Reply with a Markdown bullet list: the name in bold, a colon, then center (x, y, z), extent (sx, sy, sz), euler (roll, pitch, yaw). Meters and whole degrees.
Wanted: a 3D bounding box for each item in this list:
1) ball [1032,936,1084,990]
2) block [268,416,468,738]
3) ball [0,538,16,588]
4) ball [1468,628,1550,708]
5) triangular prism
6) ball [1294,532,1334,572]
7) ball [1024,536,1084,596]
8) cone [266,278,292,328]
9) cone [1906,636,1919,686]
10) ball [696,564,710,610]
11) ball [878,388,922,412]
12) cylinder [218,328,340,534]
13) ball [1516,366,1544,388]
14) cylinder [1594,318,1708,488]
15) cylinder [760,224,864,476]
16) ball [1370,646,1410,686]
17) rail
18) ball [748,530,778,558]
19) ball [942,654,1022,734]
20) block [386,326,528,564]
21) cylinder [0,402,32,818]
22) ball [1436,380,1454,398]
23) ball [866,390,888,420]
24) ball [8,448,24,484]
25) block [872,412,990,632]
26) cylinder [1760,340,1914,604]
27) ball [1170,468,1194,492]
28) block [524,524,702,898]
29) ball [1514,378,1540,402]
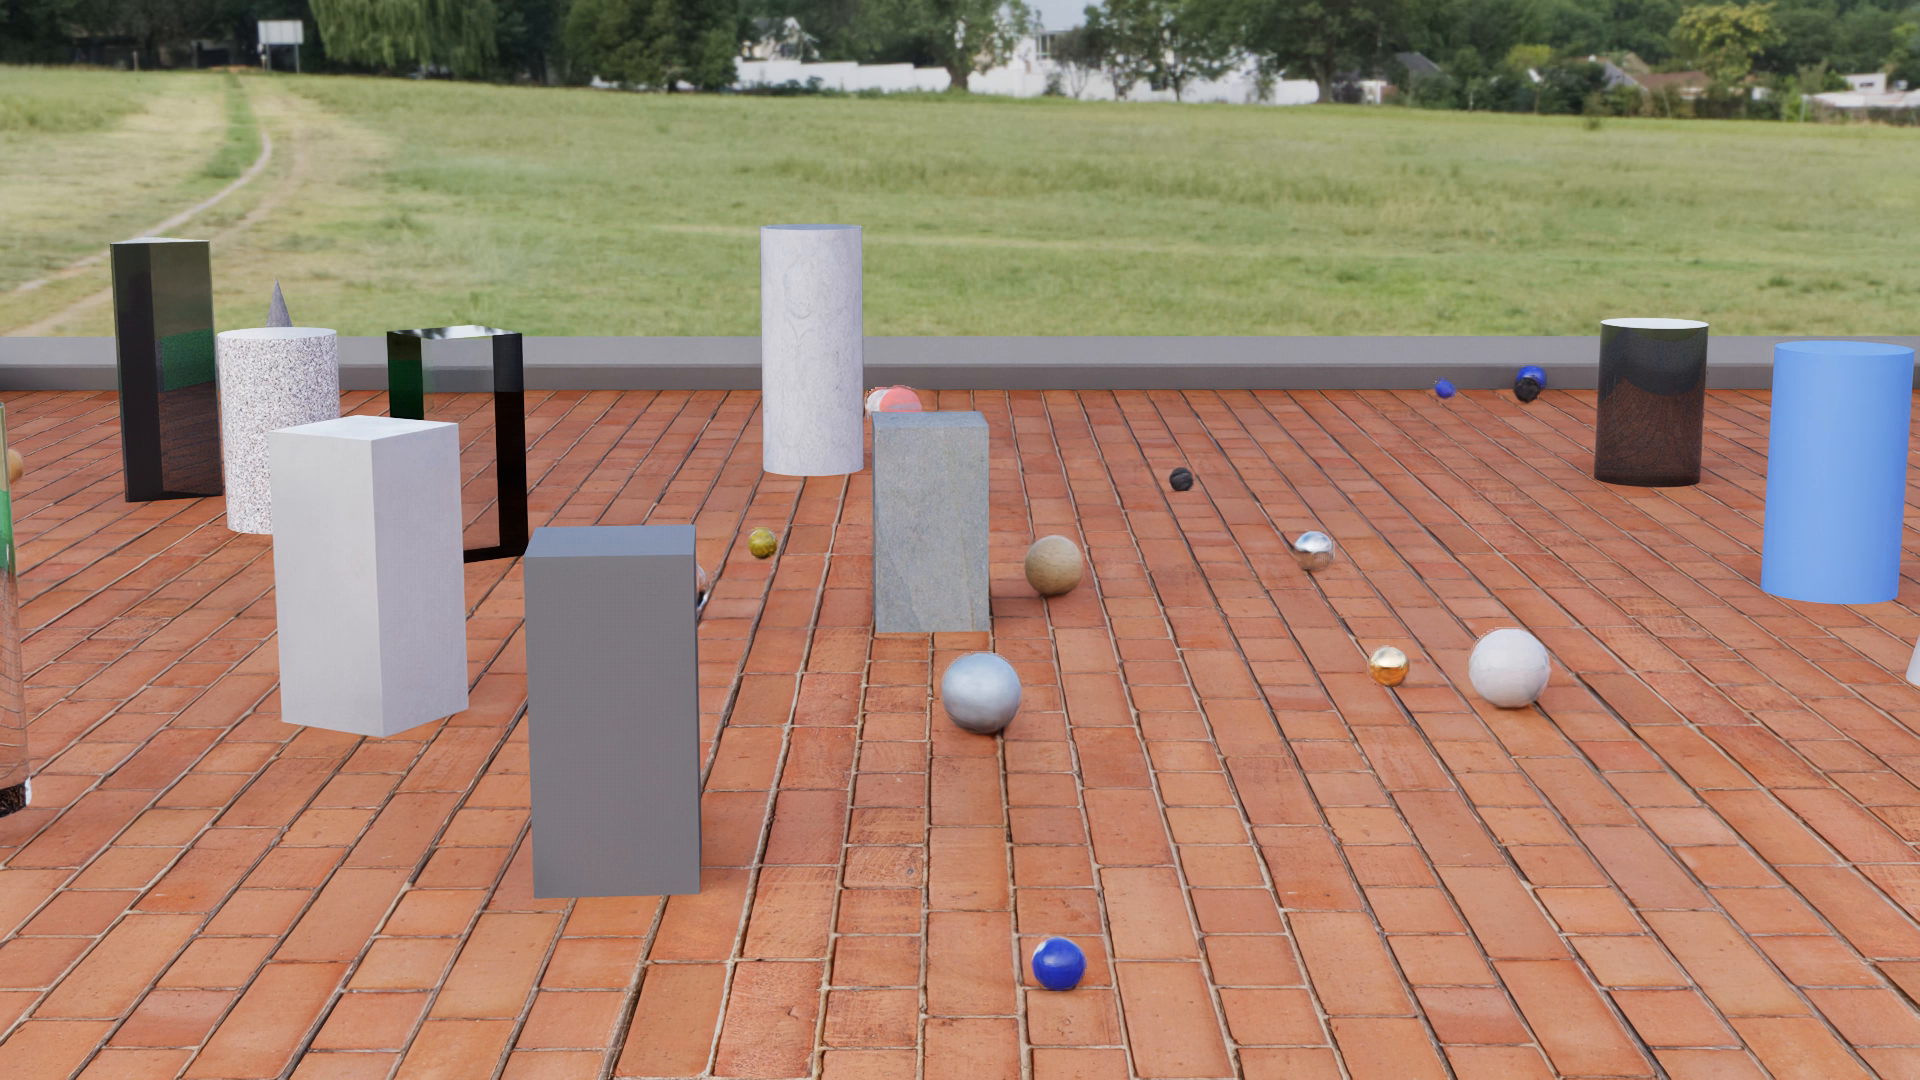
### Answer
- **ball**: center (0.078, 0.336, 2.033), extent (0.042, 0.042, 0.042), euler (0, 11, 0)
- **block**: center (-0.656, 0.037, 2.854), extent (0.145, 0.327, 0.145), euler (6, 12, 28)
- **ball**: center (-1.350, 0.031, 3.556), extent (0.079, 0.079, 0.079), euler (0, 11, 0)
- **ball**: center (0.624, 0.146, 2.913), extent (0.091, 0.091, 0.091), euler (0, 11, 0)
- **triangular prism**: center (-1.346, -0.291, 4.323), extent (0.157, 0.429, 0.136), euler (-5, 12, -25)
- **ball**: center (0.509, 0.016, 3.695), extent (0.058, 0.058, 0.058), euler (0, 11, 0)
- **ball**: center (0.129, 0.036, 3.521), extent (0.083, 0.083, 0.083), euler (0, 11, 0)
- **cone**: center (-1.219, -0.300, 4.606), extent (0.181, 0.344, 0.181), euler (0, 11, 0)
- **cone**: center (1.216, -0.012, 3.005), extent (0.181, 0.366, 0.181), euler (0, 11, 0)
- **ball**: center (-0.369, 0.063, 3.394), extent (0.076, 0.076, 0.076), euler (0, 11, 0)
- **ball**: center (-0.119, -0.259, 5.083), extent (0.085, 0.085, 0.085), euler (0, 11, 0)
- **cylinder**: center (-1.069, -0.175, 4.045), extent (0.181, 0.303, 0.181), euler (0, 11, 0)
- **ball**: center (1.260, -0.355, 5.662), extent (0.061, 0.061, 0.061), euler (0, 11, 0)
- **cylinder**: center (1.207, -0.242, 4.483), extent (0.181, 0.274, 0.181), euler (0, 11, 0)
- **cylinder**: center (-0.264, -0.343, 4.590), extent (0.181, 0.433, 0.181), euler (0, 11, 0)
- **ball**: center (0.505, 0.149, 3.018), extent (0.046, 0.046, 0.046), euler (0, 11, 0)
- **rail**: center (-0.013, -0.390, 5.690), extent (4.384, 0.118, 0.045), euler (0, 11, 0)
- **ball**: center (-0.292, 0.006, 3.788), extent (0.043, 0.043, 0.043), euler (0, 11, 0)
- **ball**: center (0.024, 0.168, 2.803), extent (0.088, 0.088, 0.088), euler (0, 11, 0)
- **block**: center (-0.743, -0.143, 3.799), extent (0.145, 0.331, 0.145), euler (-8, 13, -38)
- **cylinder**: center (-1.013, 0.069, 2.498), extent (0.181, 0.395, 0.181), euler (0, 11, 0)
- **ball**: center (1.054, -0.327, 5.570), extent (0.041, 0.041, 0.041), euler (0, 11, 0)
- **ball**: center (-0.154, -0.269, 5.177), extent (0.071, 0.071, 0.071), euler (0, 11, 0)
- **ball**: center (-1.654, -0.127, 4.443), extent (0.063, 0.063, 0.063), euler (0, 11, 0)
- **block**: center (-0.040, -0.026, 3.350), extent (0.145, 0.266, 0.145), euler (-1, 11, -3)
- **cylinder**: center (1.206, -0.096, 3.531), extent (0.181, 0.338, 0.181), euler (0, 11, 0)
- **ball**: center (0.378, -0.103, 4.375), extent (0.041, 0.041, 0.041), euler (0, 11, 0)
- **block**: center (-0.308, 0.151, 2.304), extent (0.145, 0.306, 0.145), euler (-1, 11, -5)
- **ball**: center (1.217, -0.322, 5.507), extent (0.055, 0.055, 0.055), euler (0, 11, 0)
